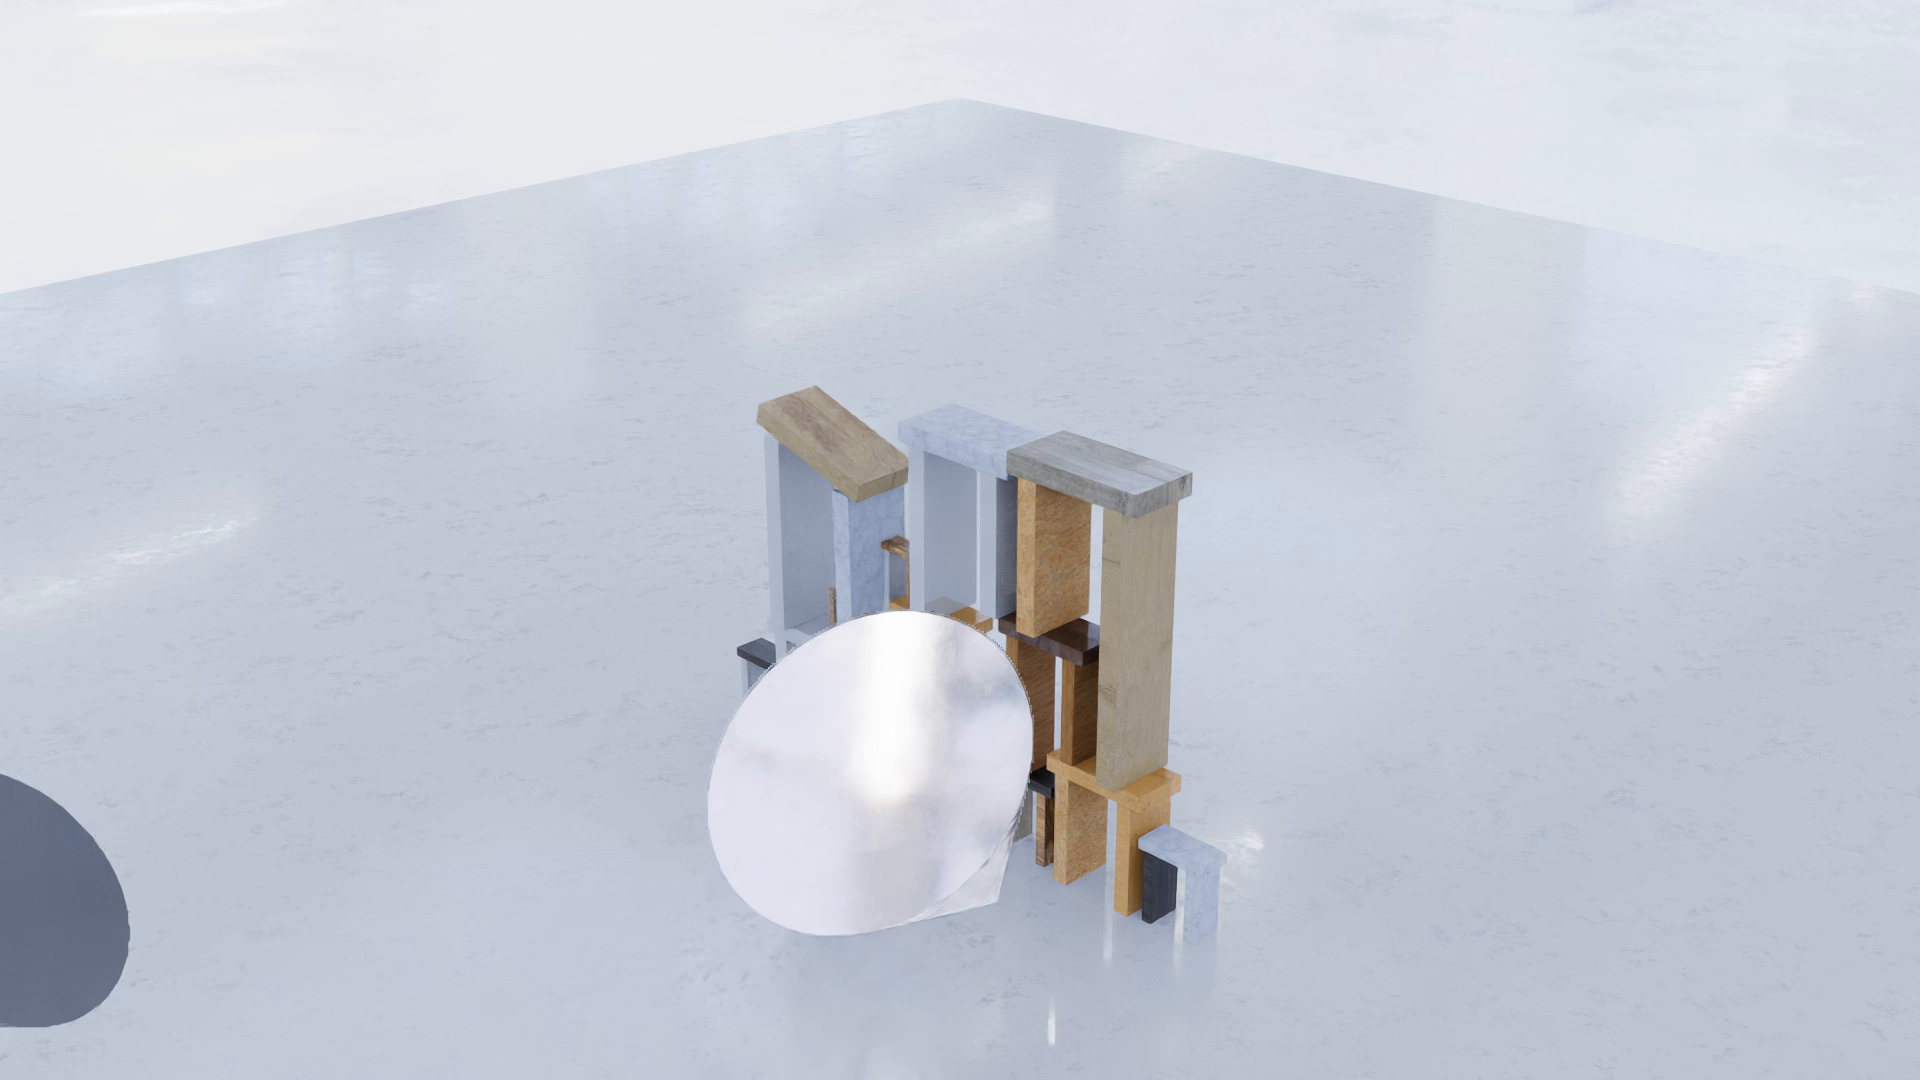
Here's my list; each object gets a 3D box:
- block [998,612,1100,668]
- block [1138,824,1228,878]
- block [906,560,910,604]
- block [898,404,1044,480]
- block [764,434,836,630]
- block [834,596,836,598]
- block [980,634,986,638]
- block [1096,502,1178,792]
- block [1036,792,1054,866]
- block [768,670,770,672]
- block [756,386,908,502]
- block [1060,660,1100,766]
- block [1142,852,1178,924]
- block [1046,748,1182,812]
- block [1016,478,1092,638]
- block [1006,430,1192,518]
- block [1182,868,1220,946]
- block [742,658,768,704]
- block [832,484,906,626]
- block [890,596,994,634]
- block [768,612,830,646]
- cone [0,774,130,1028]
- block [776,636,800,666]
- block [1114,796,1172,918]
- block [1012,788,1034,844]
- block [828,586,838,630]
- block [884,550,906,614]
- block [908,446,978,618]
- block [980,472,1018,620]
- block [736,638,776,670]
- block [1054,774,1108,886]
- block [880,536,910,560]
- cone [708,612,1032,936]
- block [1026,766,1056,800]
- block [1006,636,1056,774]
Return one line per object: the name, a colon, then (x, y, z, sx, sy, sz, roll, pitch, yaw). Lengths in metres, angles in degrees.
block: (0.185, 0.173, 4.092, 0.213, 0.030, 0.107, 21, 31, 41)
block: (0.407, 0.567, 4.017, 0.148, 0.021, 0.074, 21, 31, 41)
block: (-0.084, 0.077, 4.346, 0.047, 0.094, 0.013, -21, 31, -41)
block: (0.035, -0.185, 4.112, 0.143, 0.041, 0.286, -21, 31, -40)
block: (-0.326, -0.032, 4.558, 0.154, 0.422, 0.044, -21, 31, -41)
block: (-0.219, 0.155, 4.535, 0.050, 0.100, 0.014, -21, 2, -41)
block: (0.008, 0.270, 4.336, 0.027, 0.196, 0.097, 21, 31, 41)
block: (0.318, 0.181, 3.956, 0.043, 0.549, 0.153, 21, 31, 41)
block: (0.183, 0.549, 4.266, 0.022, 0.157, 0.079, 21, 31, 41)
block: (-0.380, 0.340, 4.781, 0.020, 0.140, 0.070, 21, 31, 41)
block: (-0.250, -0.195, 4.406, 0.154, 0.044, 0.308, -22, 50, -41)
block: (0.236, 0.305, 4.093, 0.030, 0.213, 0.107, 21, 31, 41)
block: (0.372, 0.632, 4.082, 0.021, 0.148, 0.074, 21, 31, 41)
block: (0.286, 0.434, 4.104, 0.231, 0.033, 0.116, 21, 31, 41)
block: (0.173, 0.013, 4.041, 0.153, 0.305, 0.043, -21, 31, -41)
block: (0.246, -0.119, 3.906, 0.305, 0.043, 0.153, 21, 31, 40)
block: (0.442, 0.659, 4.018, 0.021, 0.148, 0.074, 21, 31, 41)
block: (-0.446, 0.314, 4.842, 0.020, 0.140, 0.070, 21, 31, 41)
block: (-0.180, 0.029, 4.430, 0.044, 0.308, 0.154, 21, 31, 40)
block: (-0.038, 0.149, 4.334, 0.097, 0.027, 0.194, -21, 31, -41)
block: (-0.273, 0.194, 4.609, 0.126, 0.036, 0.253, -21, 31, -41)
cone: (-0.808, 0.329, 1.702, 0.222, 0.222, 0.222, -36, 13, 21)
block: (-0.333, 0.304, 4.720, 0.036, 0.253, 0.126, 21, 31, 41)
block: (0.341, 0.577, 4.106, 0.033, 0.231, 0.116, 21, 31, 41)
block: (0.109, 0.520, 4.335, 0.079, 0.157, 0.022, -21, 31, -41)
block: (-0.248, 0.141, 4.560, 0.014, 0.100, 0.050, 21, 31, 41)
block: (-0.130, 0.102, 4.405, 0.013, 0.191, 0.047, 21, 31, 39)
block: (-0.032, -0.027, 4.253, 0.143, 0.360, 0.041, -21, 31, -40)
block: (0.102, -0.008, 4.114, 0.041, 0.286, 0.143, 21, 31, 40)
block: (-0.413, 0.253, 4.780, 0.140, 0.020, 0.070, 21, 31, 41)
block: (0.232, 0.534, 4.206, 0.033, 0.231, 0.116, 21, 31, 41)
block: (-0.106, 0.017, 4.344, 0.094, 0.013, 0.047, 23, 31, 38)
cone: (-0.018, 0.221, 1.624, 0.247, 0.247, 0.247, -13, 55, 18)
block: (0.145, 0.451, 4.265, 0.079, 0.022, 0.158, -21, 31, -41)
block: (0.134, 0.304, 4.202, 0.030, 0.298, 0.107, 21, 31, 41)
